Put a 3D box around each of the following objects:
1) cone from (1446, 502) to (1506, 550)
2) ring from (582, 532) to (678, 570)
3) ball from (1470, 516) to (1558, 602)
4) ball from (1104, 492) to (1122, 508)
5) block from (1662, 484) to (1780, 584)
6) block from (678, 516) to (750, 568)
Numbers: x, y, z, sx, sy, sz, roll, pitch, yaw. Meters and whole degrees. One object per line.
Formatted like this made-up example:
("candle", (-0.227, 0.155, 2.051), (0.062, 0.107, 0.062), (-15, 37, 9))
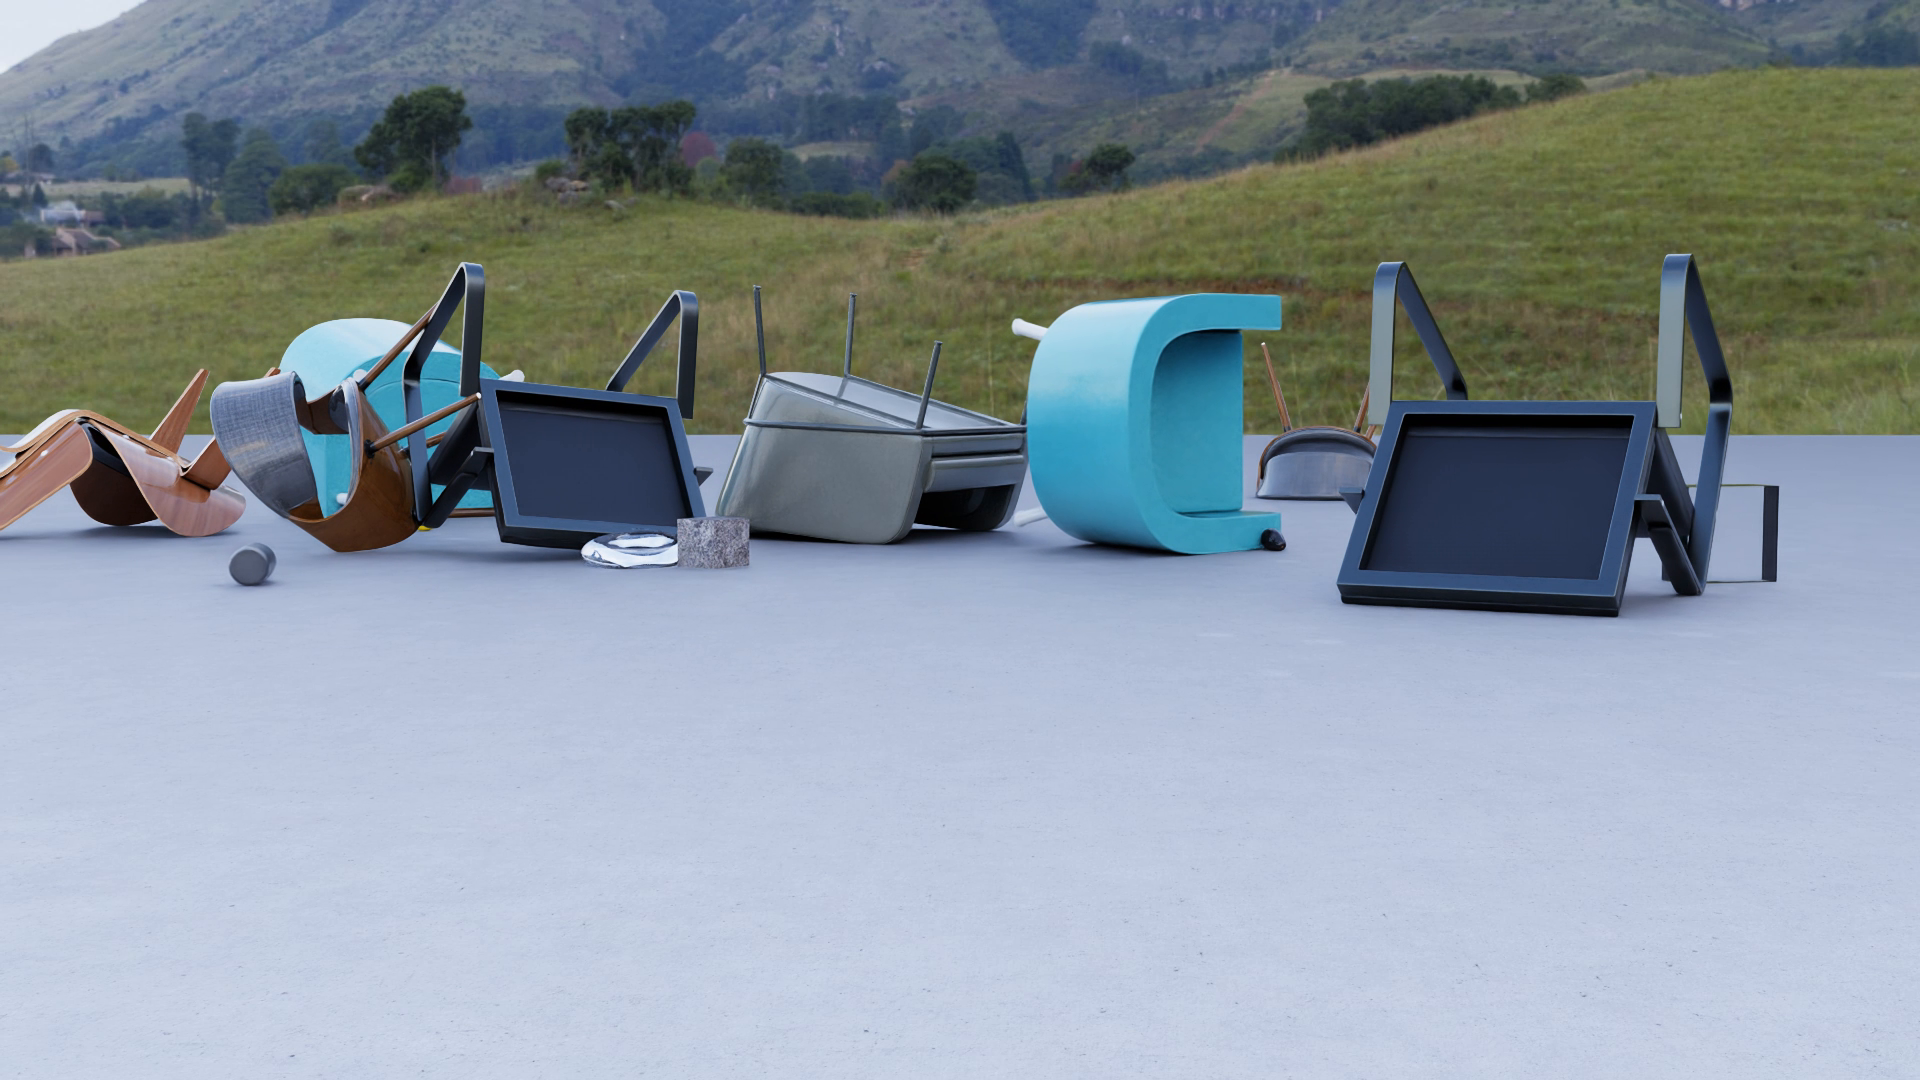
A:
("cone", (1.483, -0.061, 6.181), (0.244, 0.105, 0.204), (-14, 28, -29))
("ring", (-0.819, 0.026, 5.630), (0.258, 0.053, 0.363), (10, 13, 25))
("ball", (1.175, 0.038, 4.664), (0.182, 0.182, 0.182), (0, 4, 0))
("ball", (0.572, -0.150, 8.236), (0.067, 0.067, 0.067), (0, 4, 0))
("block", (1.776, -0.016, 5.139), (0.236, 0.224, 0.105), (-1, 4, -14))
("block", (-0.625, 0.006, 5.579), (0.122, 0.121, 0.135), (3, 5, 35))
